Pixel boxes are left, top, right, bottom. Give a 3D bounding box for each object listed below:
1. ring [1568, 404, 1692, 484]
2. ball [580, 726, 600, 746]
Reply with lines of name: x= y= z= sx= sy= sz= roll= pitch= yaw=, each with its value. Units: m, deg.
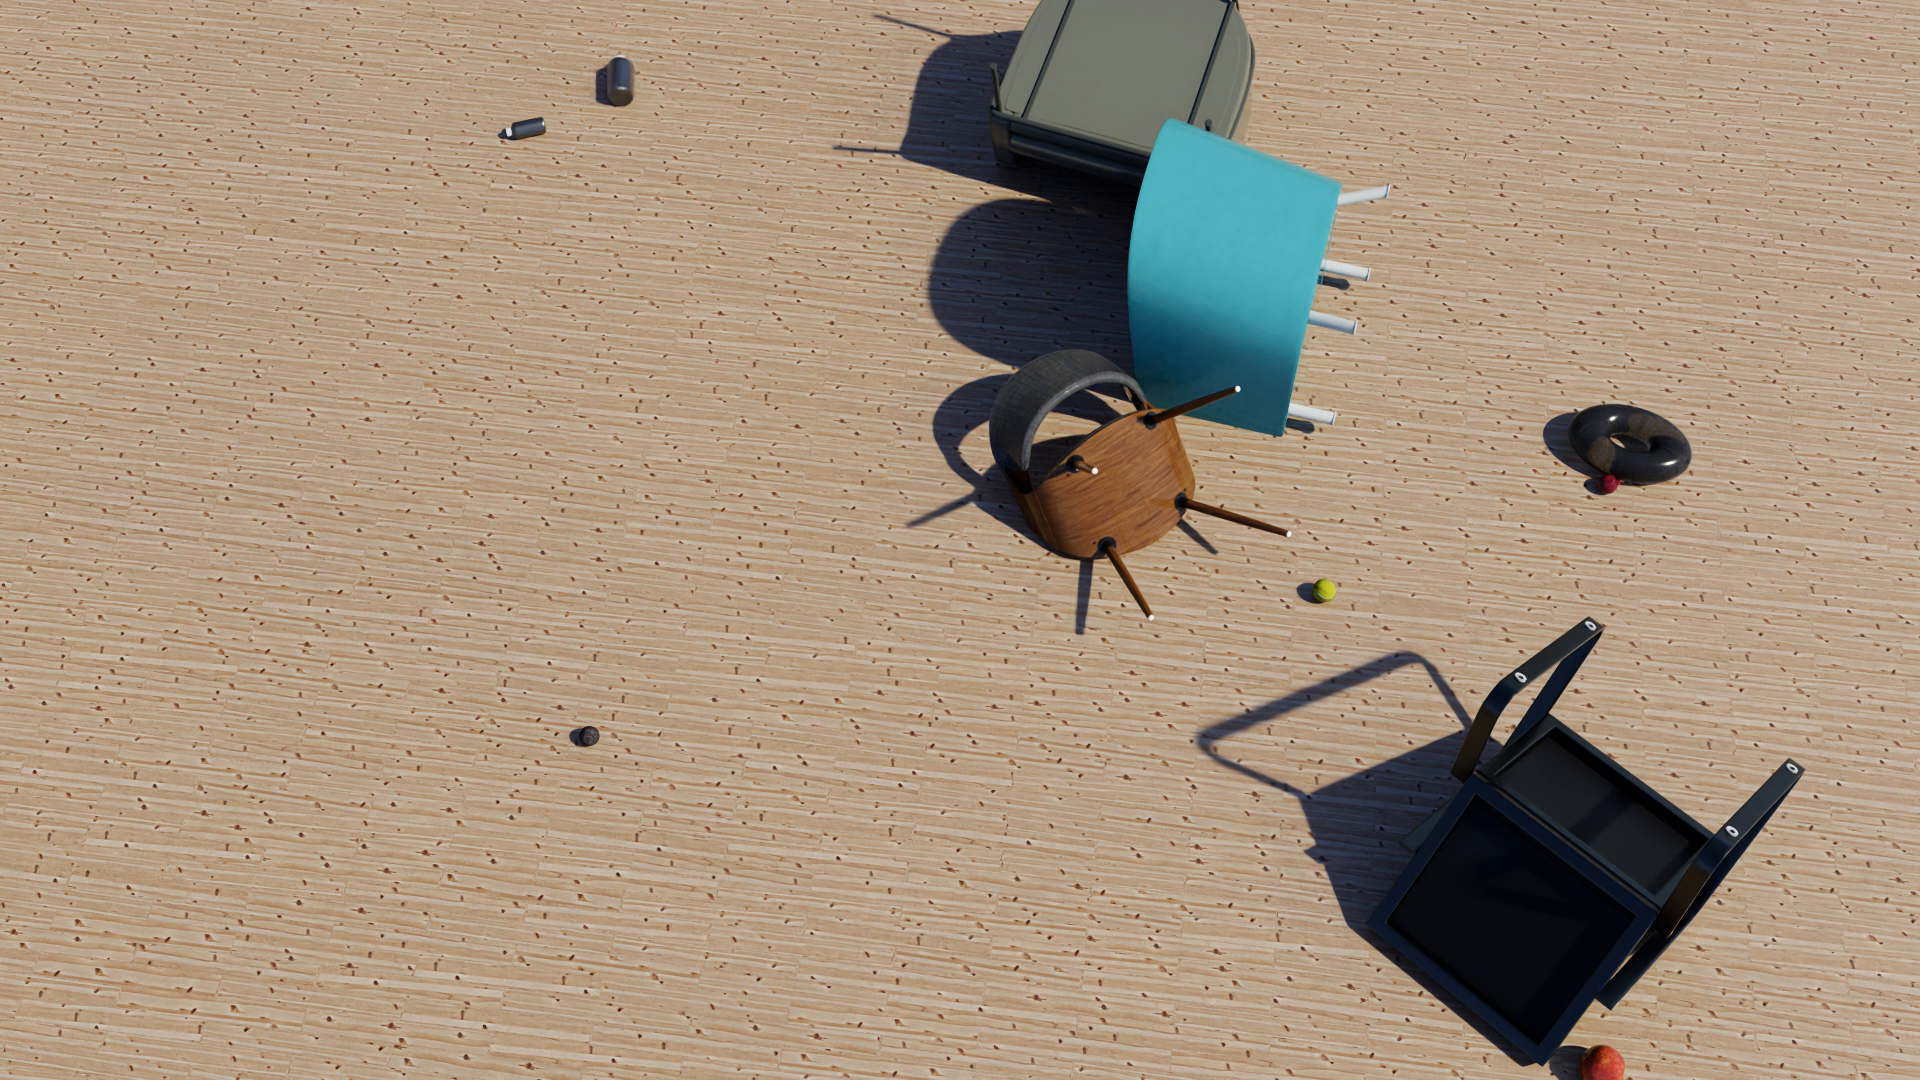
ring: x=2.044 y=-0.295 z=6.711 sx=0.375 sy=0.104 sz=0.262 roll=17 pitch=57 yaw=11
ball: x=-1.040 y=0.550 z=6.171 sx=0.057 sy=0.057 sz=0.057 roll=0 pitch=56 yaw=0
